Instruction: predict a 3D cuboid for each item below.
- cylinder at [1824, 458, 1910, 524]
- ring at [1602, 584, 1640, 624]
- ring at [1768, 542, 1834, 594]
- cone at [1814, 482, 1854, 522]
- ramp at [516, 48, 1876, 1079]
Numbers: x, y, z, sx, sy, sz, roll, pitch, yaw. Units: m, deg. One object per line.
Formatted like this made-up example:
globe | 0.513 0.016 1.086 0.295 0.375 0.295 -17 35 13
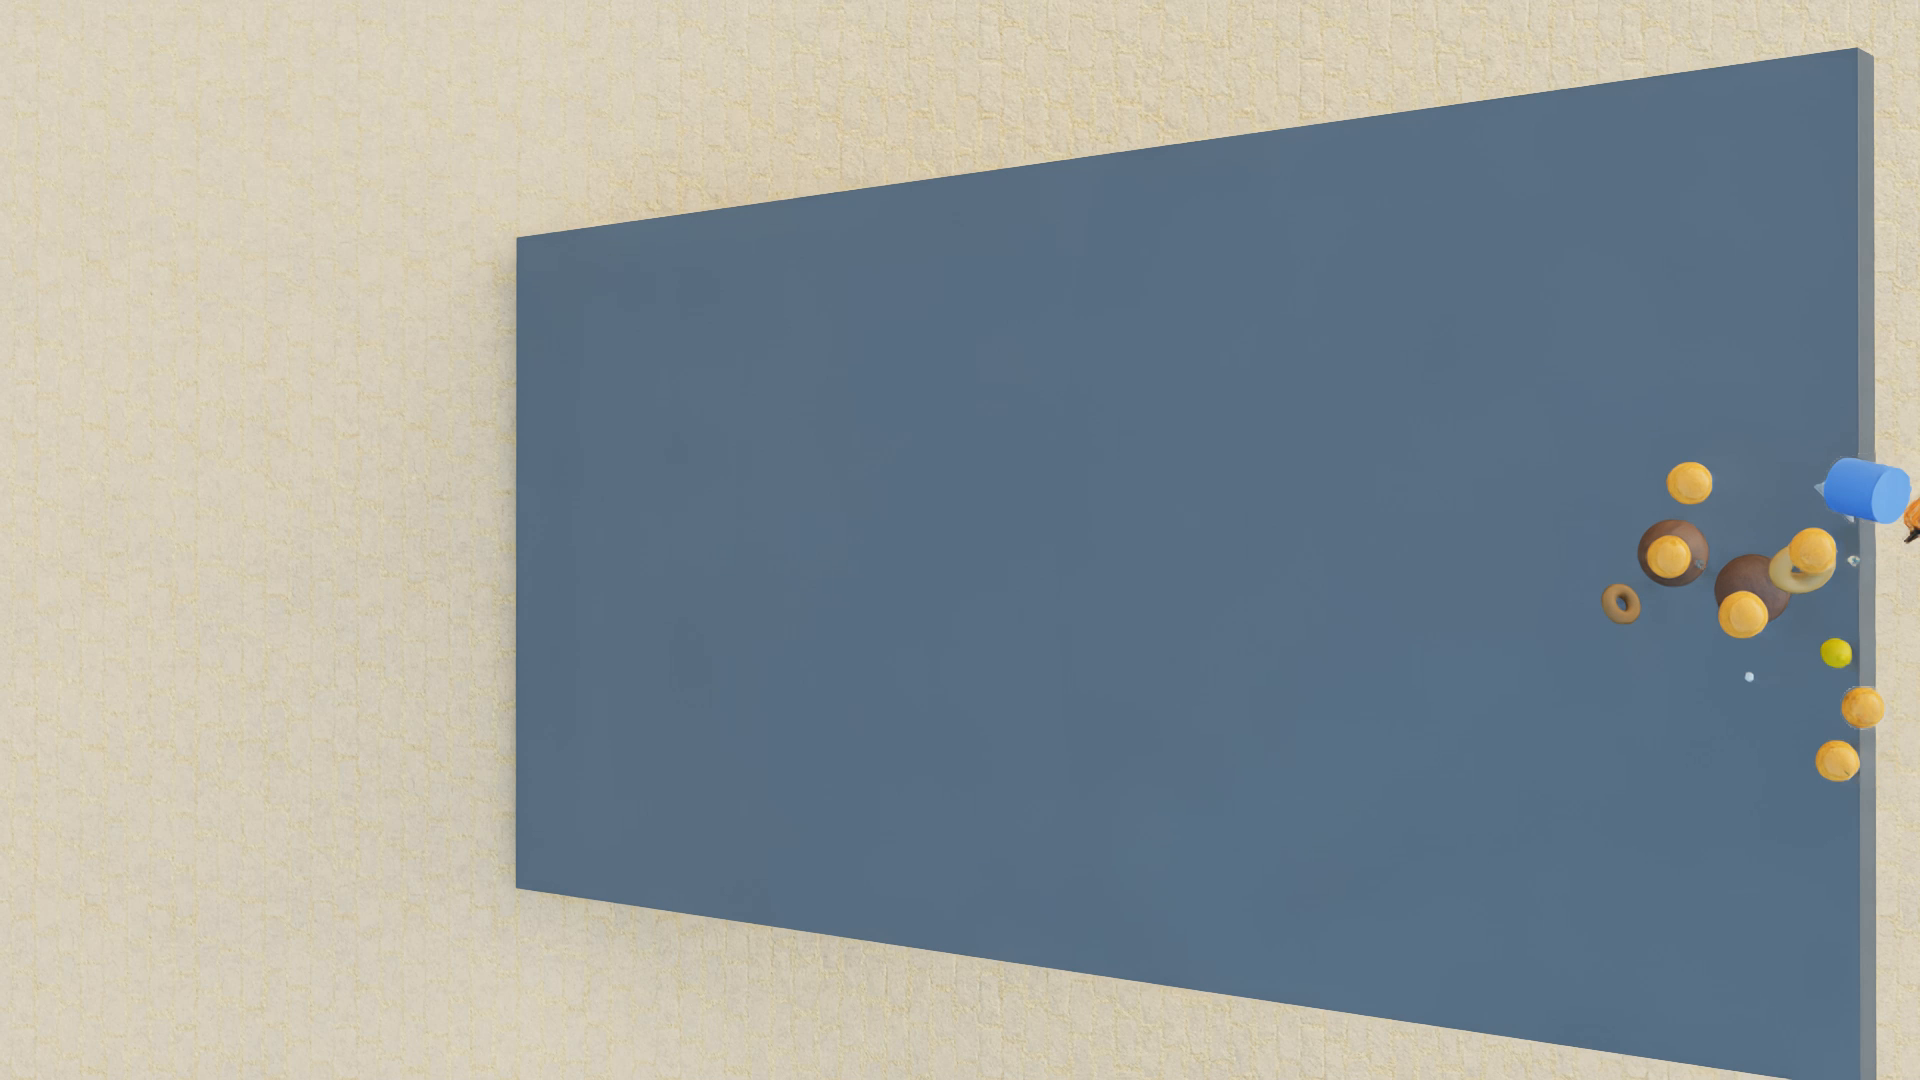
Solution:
cylinder | 1.568 -0.086 3.801 0.099 0.099 0.099 -8 106 -28
ring | 1.205 0.117 4.006 0.079 0.026 0.079 8 67 -18
ring | 1.423 0.047 3.716 0.108 0.036 0.108 2 133 2
cone | 1.562 -0.069 3.881 0.082 0.082 0.082 -18 82 0
ramp | 0.212 0.062 5.527 4.000 0.100 2.000 0 90 39
